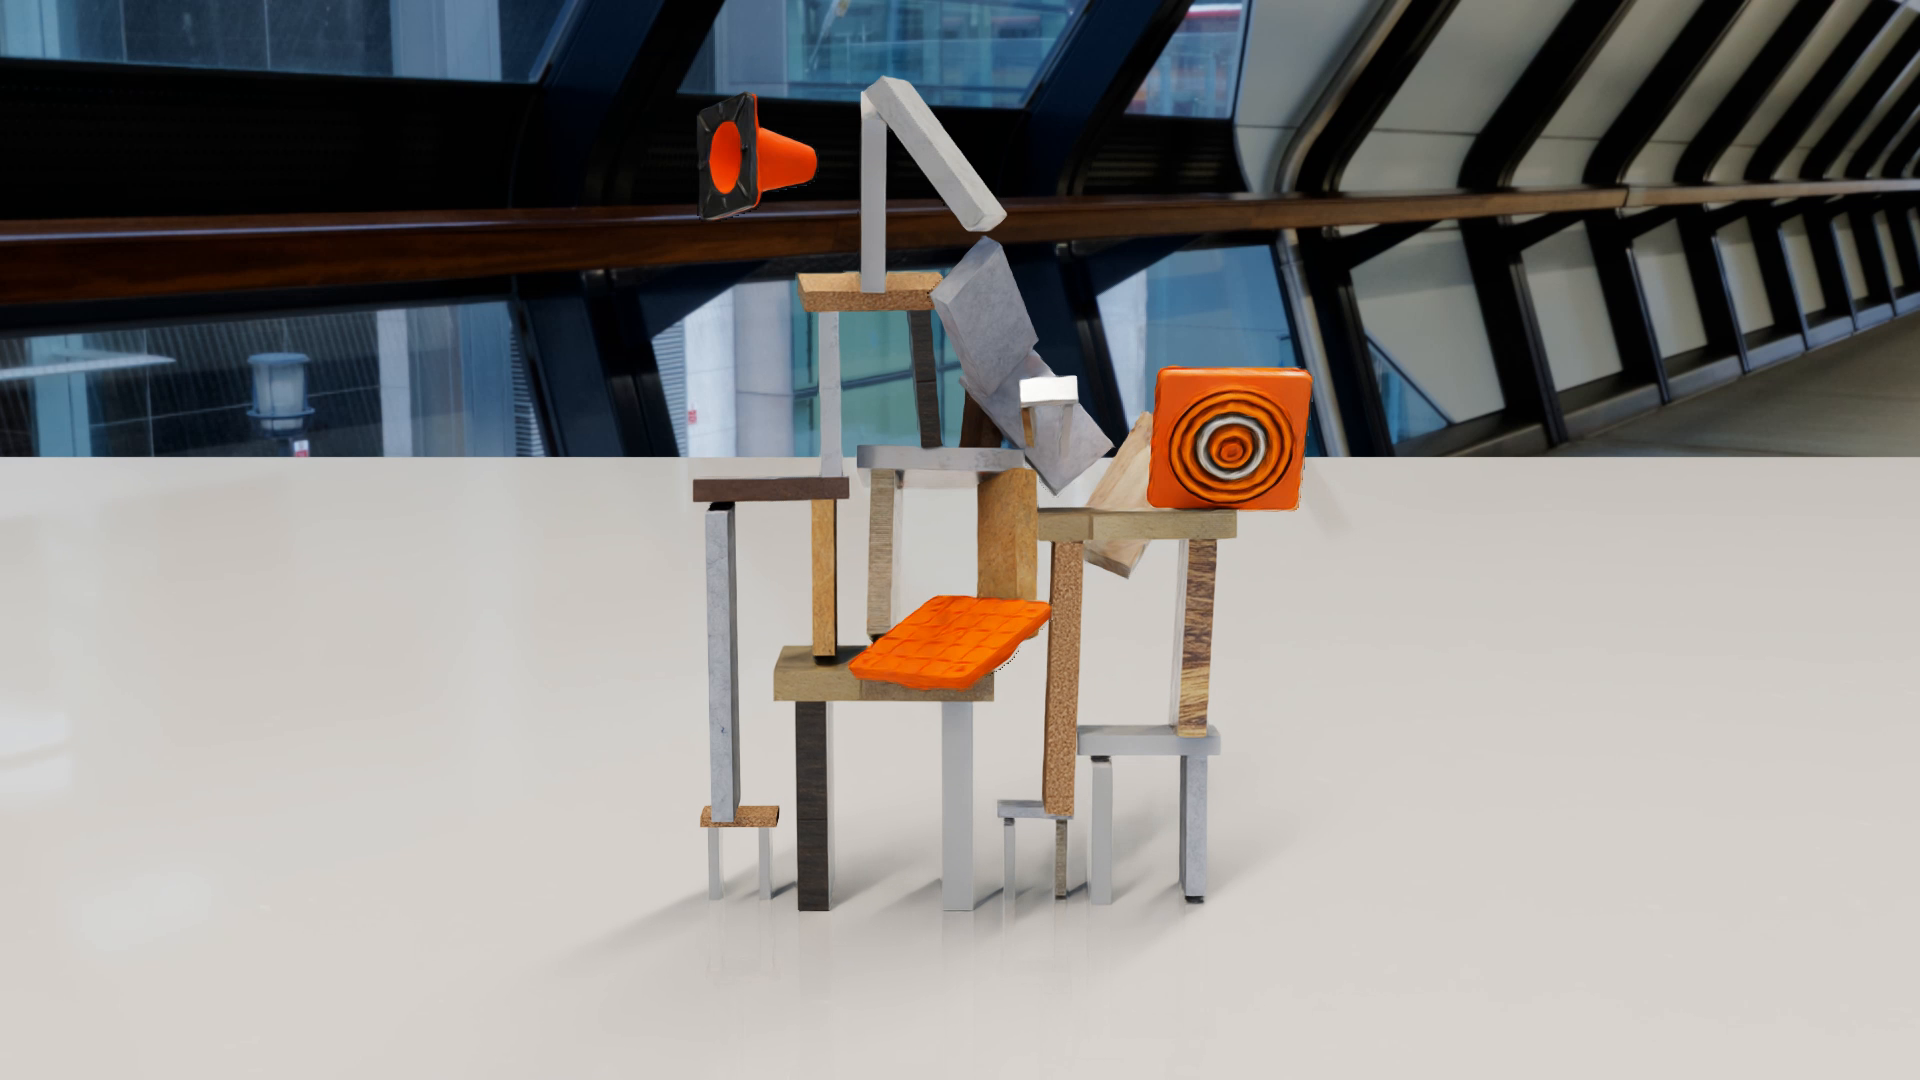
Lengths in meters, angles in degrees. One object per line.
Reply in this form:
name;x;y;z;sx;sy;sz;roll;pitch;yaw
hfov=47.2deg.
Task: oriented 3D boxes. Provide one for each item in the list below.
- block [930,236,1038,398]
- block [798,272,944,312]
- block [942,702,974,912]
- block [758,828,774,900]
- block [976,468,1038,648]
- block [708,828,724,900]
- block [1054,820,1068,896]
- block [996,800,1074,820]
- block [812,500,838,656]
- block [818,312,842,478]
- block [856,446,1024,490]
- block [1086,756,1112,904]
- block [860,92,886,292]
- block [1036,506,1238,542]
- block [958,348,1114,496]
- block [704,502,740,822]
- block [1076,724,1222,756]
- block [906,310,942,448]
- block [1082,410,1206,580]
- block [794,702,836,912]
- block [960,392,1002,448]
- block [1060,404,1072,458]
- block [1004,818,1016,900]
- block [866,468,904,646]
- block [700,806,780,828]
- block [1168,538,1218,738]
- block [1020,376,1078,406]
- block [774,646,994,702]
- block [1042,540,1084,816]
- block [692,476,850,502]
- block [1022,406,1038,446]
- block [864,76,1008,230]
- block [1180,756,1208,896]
block;0.042;-0.357;3.544;0.038;0.133;0.266;33;-16;29
block;-0.142;-0.405;3.578;0.235;0.033;0.117;-2;22;-10
block;-0.004;0.416;3.639;0.050;0.353;0.176;0;11;0
block;-0.323;0.528;3.658;0.018;0.125;0.063;0;11;0
block;0.077;0.031;3.633;0.039;0.276;0.138;5;-13;-26
block;-0.406;0.528;3.658;0.018;0.125;0.063;0;11;0
block;0.168;0.523;3.665;0.018;0.127;0.063;1;4;0
block;0.125;0.449;3.661;0.127;0.018;0.063;2;4;1
block;-0.221;0.058;3.595;0.035;0.250;0.125;0;2;-1
block;-0.211;-0.235;3.581;0.033;0.265;0.117;-1;2;-3
block;-0.031;-0.120;3.703;0.276;0.039;0.138;1;-12;2
block;0.232;0.474;3.652;0.033;0.234;0.117;0;11;0
block;-0.139;-0.552;3.496;0.038;0.287;0.133;0;29;-4
block;0.286;-0.028;3.626;0.321;0.046;0.161;-1;4;0
block;0.128;-0.213;3.693;0.126;0.253;0.036;-40;-1;-8
block;-0.387;0.198;3.600;0.035;0.510;0.125;0;11;0
block;0.310;0.332;3.656;0.234;0.033;0.117;0;4;0
block;-0.061;-0.284;3.646;0.033;0.235;0.117;-6;22;-3
block;0.312;-0.083;3.898;0.126;0.036;0.337;23;55;14
block;-0.239;0.416;3.639;0.050;0.353;0.176;0;11;0
block;0.044;-0.252;3.779;0.036;0.253;0.126;10;-14;-16
block;0.172;-0.185;3.568;0.013;0.092;0.046;3;30;-1
block;0.082;0.527;3.658;0.018;0.127;0.063;0;11;0
block;-0.125;0.032;3.673;0.039;0.276;0.138;0;-12;5
block;-0.364;0.458;3.645;0.125;0.018;0.063;0;11;0
block;0.384;0.155;3.636;0.046;0.321;0.161;3;4;0
block;0.143;-0.239;3.535;0.092;0.046;0.013;-3;-34;2
block;-0.121;0.218;3.603;0.353;0.050;0.176;0;11;0
block;0.170;0.220;3.640;0.046;0.444;0.161;2;4;0
block;-0.305;-0.083;3.585;0.250;0.035;0.125;-1;2;-3
block;0.113;-0.198;3.584;0.013;0.092;0.046;2;56;10
block;-0.035;-0.597;3.407;0.038;0.266;0.133;-37;-4;18
block;0.388;0.465;3.665;0.033;0.234;0.117;0;4;0
